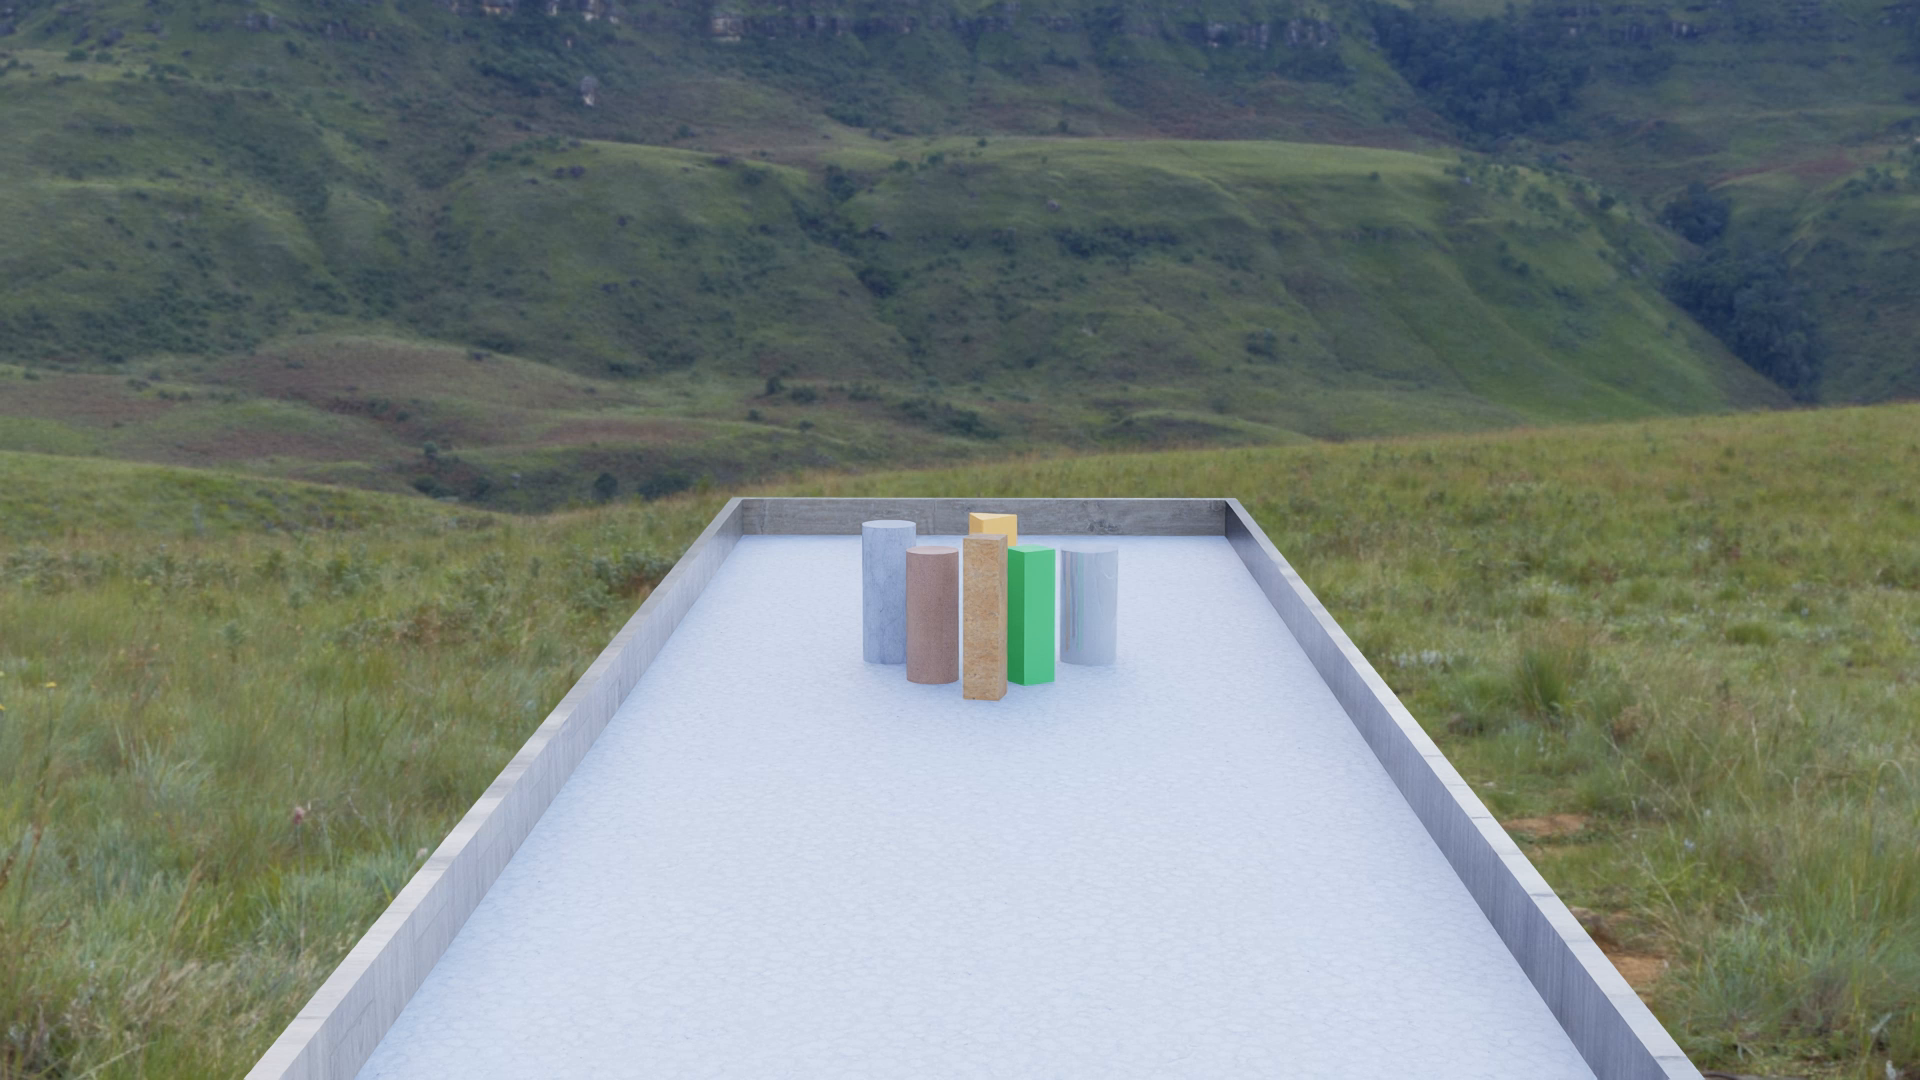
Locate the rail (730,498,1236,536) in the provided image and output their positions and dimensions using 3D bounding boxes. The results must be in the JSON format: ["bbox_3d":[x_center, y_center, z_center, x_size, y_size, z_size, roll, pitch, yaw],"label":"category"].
[{"bbox_3d":[0.099,-0.098,9.147,2.100,0.150,0.050,0,9,1],"label":"rail"}]

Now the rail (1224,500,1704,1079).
[{"bbox_3d":[1.046,0.843,3.208,0.050,0.150,12.000,0,9,1],"label":"rail"}]

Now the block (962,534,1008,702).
[{"bbox_3d":[0.071,0.216,6.187,0.103,0.457,0.103,2,9,14],"label":"block"}]

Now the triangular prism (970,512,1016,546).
[{"bbox_3d":[0.075,0.145,6.665,0.147,0.446,0.127,-9,12,-43],"label":"triangular prism"}]

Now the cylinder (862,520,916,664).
[{"bbox_3d":[-0.215,0.157,6.685,0.164,0.417,0.164,0,9,0],"label":"cylinder"}]

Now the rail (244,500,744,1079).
[{"bbox_3d":[-1.004,0.839,3.234,0.050,0.150,12.000,0,9,1],"label":"rail"}]

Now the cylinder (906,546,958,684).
[{"bbox_3d":[-0.080,0.218,6.415,0.154,0.382,0.154,0,9,0],"label":"cylinder"}]

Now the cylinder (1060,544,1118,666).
[{"bbox_3d":[0.391,0.194,6.684,0.177,0.344,0.177,0,9,0],"label":"cylinder"}]

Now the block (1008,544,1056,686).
[{"bbox_3d":[0.201,0.217,6.392,0.108,0.391,0.108,-6,11,-32],"label":"block"}]
